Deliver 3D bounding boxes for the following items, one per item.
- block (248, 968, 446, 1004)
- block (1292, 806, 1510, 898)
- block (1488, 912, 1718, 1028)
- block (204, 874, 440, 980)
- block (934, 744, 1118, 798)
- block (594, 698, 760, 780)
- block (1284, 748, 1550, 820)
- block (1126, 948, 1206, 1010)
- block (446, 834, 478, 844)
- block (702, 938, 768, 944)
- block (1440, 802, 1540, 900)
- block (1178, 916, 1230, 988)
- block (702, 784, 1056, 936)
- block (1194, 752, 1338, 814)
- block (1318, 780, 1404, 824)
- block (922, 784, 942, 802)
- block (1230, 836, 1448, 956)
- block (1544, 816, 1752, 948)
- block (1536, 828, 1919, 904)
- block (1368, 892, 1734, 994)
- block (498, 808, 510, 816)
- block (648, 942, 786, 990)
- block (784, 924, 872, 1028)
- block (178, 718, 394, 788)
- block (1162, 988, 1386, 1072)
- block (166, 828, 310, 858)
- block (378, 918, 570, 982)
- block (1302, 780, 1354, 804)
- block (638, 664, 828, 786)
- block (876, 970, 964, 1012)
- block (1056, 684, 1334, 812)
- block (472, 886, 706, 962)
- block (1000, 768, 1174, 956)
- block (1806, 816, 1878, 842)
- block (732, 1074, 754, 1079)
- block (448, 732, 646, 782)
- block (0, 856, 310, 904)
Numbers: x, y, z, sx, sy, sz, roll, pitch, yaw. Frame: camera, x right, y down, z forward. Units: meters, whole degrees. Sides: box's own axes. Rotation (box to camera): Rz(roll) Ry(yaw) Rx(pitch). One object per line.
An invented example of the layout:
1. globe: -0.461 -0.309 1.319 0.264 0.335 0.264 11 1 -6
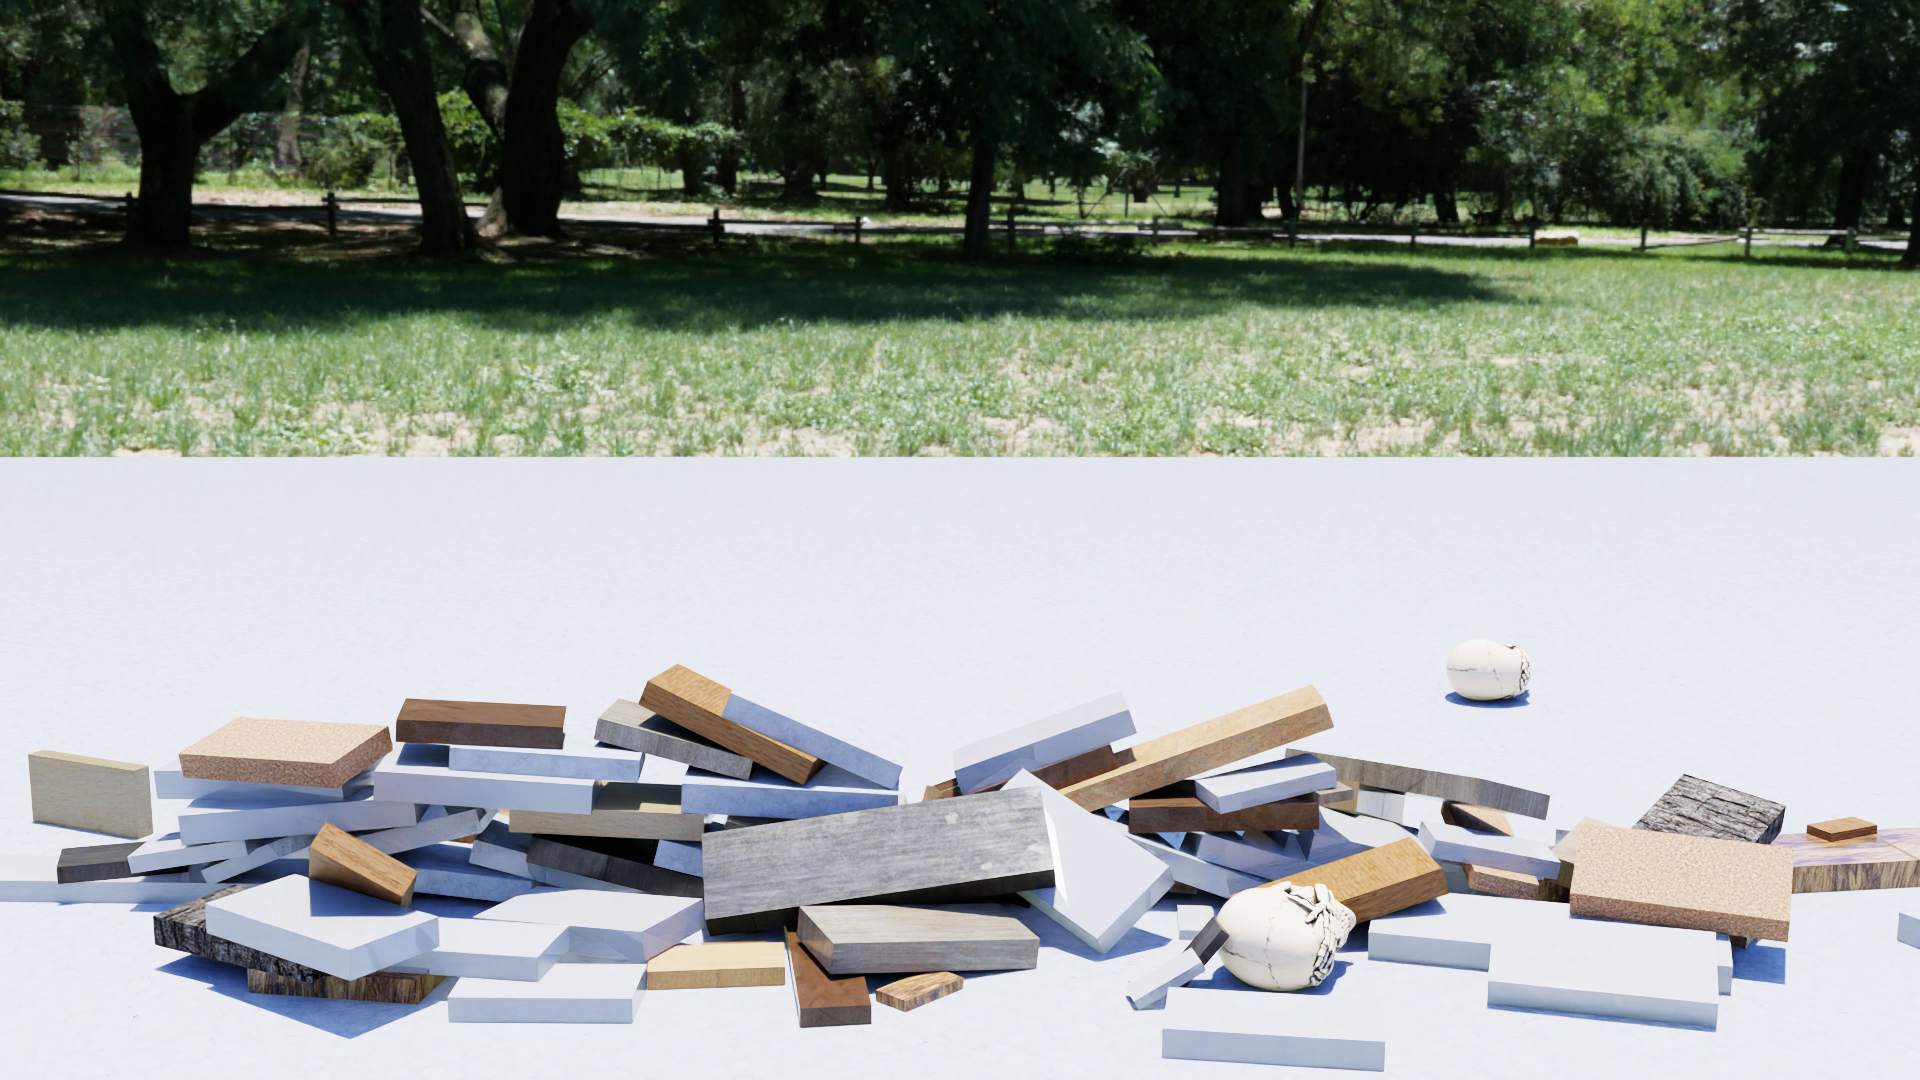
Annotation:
1. block: -0.909 0.642 3.285 0.264 0.037 0.132 2 11 9
2. block: 0.742 0.524 3.677 0.347 0.049 0.174 13 10 -2
3. block: 0.939 0.626 3.216 0.317 0.045 0.158 3 30 16
4. block: -0.936 0.565 3.225 0.324 0.046 0.162 7 13 35
5. block: 0.109 0.403 3.737 0.311 0.044 0.155 -20 7 0
6. block: -0.460 0.329 3.644 0.264 0.037 0.132 15 11 4
7. block: 0.784 0.423 3.840 0.150 0.043 0.539 15 -6 -26
8. block: 0.300 0.640 3.209 0.113 0.016 0.057 -30 13 -2
9. block: -0.840 0.533 3.807 0.018 0.062 0.177 9 14 41
10. block: -0.347 0.633 3.398 0.100 0.014 0.050 -2 11 -13
11. block: 0.883 0.513 3.684 0.103 0.029 0.434 12 10 4
12. block: 0.351 0.616 3.263 0.016 0.113 0.057 39 4 -12
13. block: -0.131 0.506 3.482 0.547 0.047 0.166 -8 46 -1
14. block: 0.500 0.398 3.602 0.206 0.029 0.103 -12 13 -14
15. block: 0.667 0.459 3.922 0.174 0.049 0.347 5 -8 25
16. block: -0.050 0.440 3.682 0.014 0.050 0.145 17 -4 -5
17. block: 0.596 0.560 3.475 0.310 0.044 0.155 -17 12 -4
18. block: 1.137 0.550 3.562 0.330 0.047 0.165 17 26 33
19. block: 1.462 0.550 3.758 1.077 0.047 0.165 -2 11 -8
20. block: 0.902 0.611 3.376 0.528 0.045 0.158 3 18 16
21. block: -0.877 0.502 4.025 0.303 0.043 0.152 4 11 21
22. block: -0.366 0.641 3.313 0.203 0.029 0.102 -1 11 -5
23. block: -0.204 0.640 3.322 0.102 0.029 0.408 -1 11 -8
24. block: -1.097 0.345 3.581 0.303 0.043 0.152 1 19 22
25. block: 0.437 0.680 3.066 0.301 0.043 0.150 2 11 8
26. block: -1.267 0.537 3.854 0.256 0.036 0.128 4 11 21
27. block: -0.730 0.607 3.272 0.264 0.037 0.132 2 11 10
28. block: 0.590 0.407 3.622 0.061 0.017 0.122 -6 11 -19
29. block: -0.365 0.303 3.639 0.304 0.043 0.152 25 12 7
30. block: -0.059 0.661 3.237 0.061 0.017 0.122 10 14 42
31. block: 0.365 0.363 3.694 0.517 0.043 0.152 -20 7 3
32. block: -0.578 0.596 3.426 0.324 0.046 0.162 -1 9 28
33. block: 0.163 0.509 3.510 0.166 0.047 0.331 -42 48 -21
34. block: 1.538 0.504 3.834 0.110 0.016 0.055 -5 12 -25
35. block: -0.263 0.730 2.643 0.028 0.099 0.198 -1 11 -4
36. block: -0.672 0.350 3.599 0.303 0.037 0.132 4 10 -4
37. block: -1.347 0.569 3.683 0.814 0.036 0.128 0 11 2
